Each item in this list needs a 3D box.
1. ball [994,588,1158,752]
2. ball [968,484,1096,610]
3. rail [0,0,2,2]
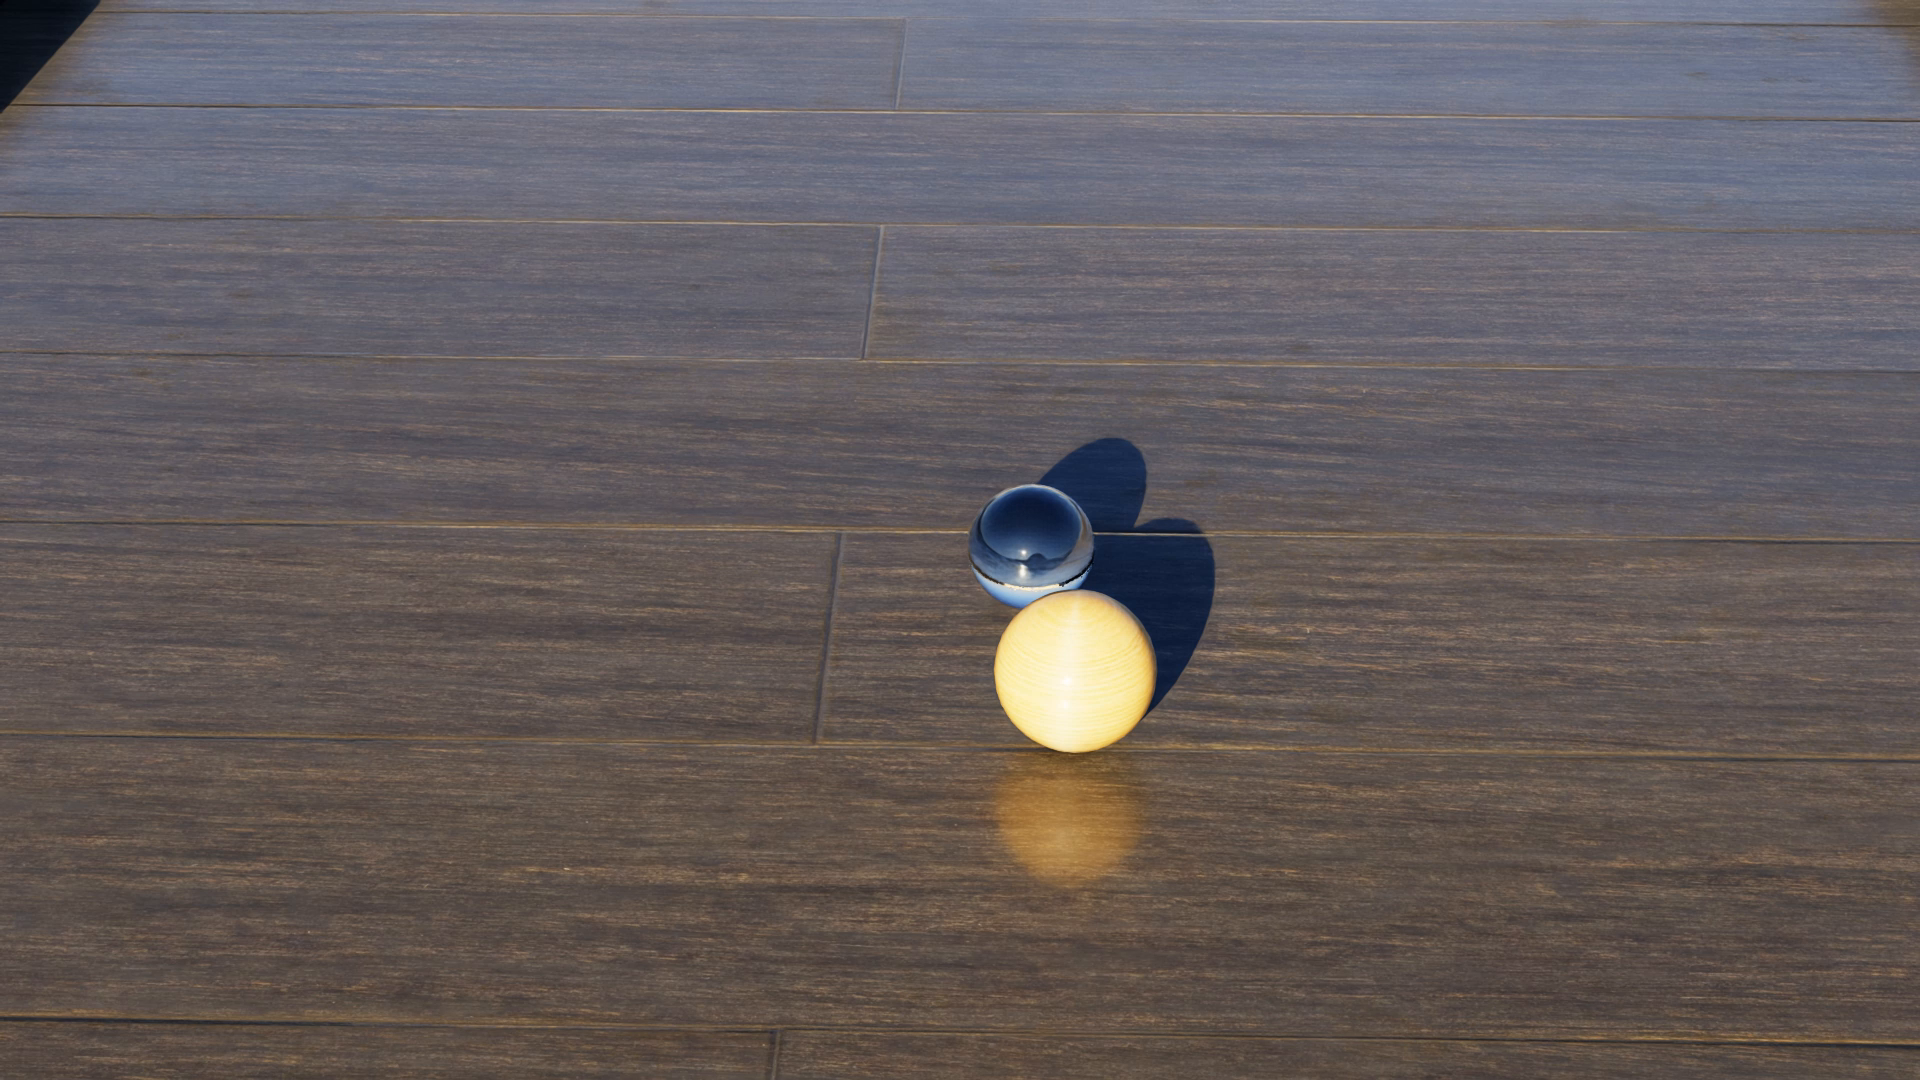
[{"bbox_3d":[0.063,0.071,1.597,0.089,0.089,0.089,0,28,0],"label":"ball"},{"bbox_3d":[0.042,0.004,1.735,0.075,0.075,0.075,0,28,0],"label":"ball"},{"bbox_3d":[-0.879,-0.437,2.504,0.045,0.117,3.449,1,28,1],"label":"rail"}]
